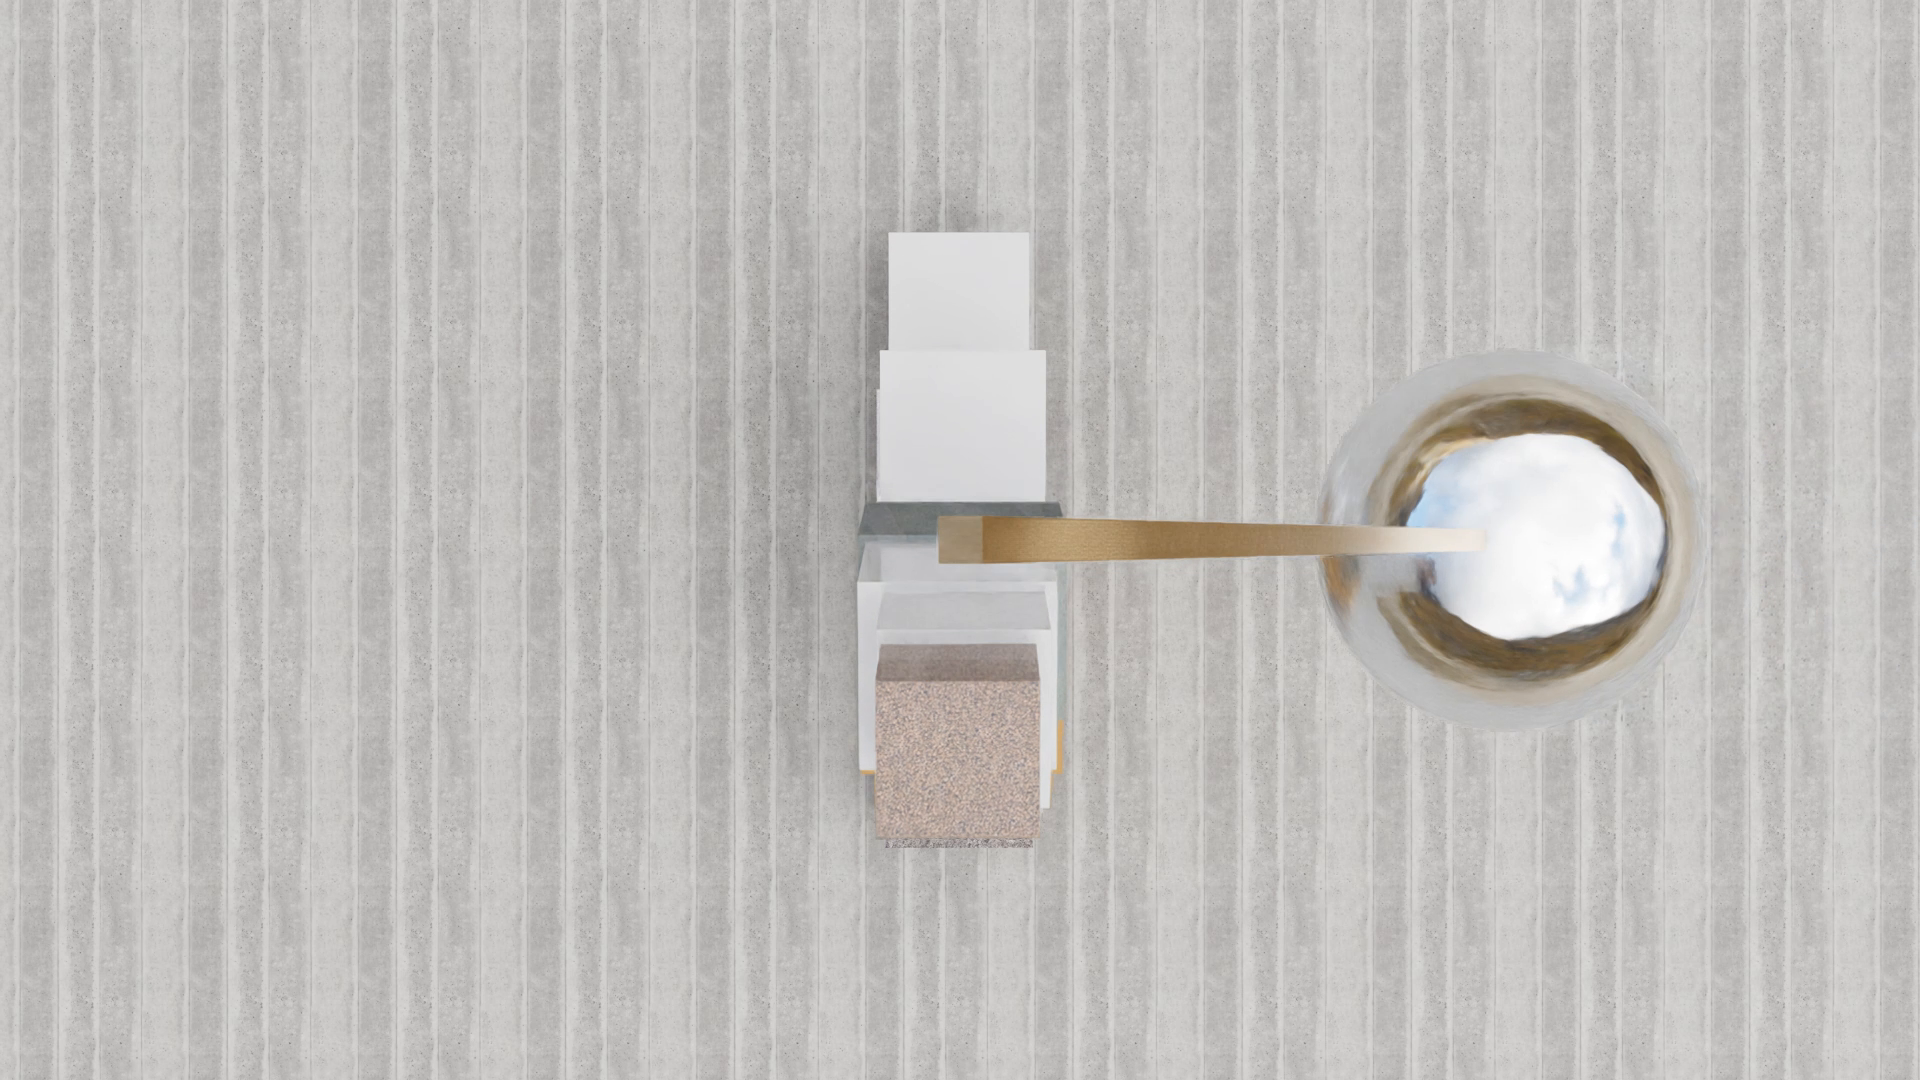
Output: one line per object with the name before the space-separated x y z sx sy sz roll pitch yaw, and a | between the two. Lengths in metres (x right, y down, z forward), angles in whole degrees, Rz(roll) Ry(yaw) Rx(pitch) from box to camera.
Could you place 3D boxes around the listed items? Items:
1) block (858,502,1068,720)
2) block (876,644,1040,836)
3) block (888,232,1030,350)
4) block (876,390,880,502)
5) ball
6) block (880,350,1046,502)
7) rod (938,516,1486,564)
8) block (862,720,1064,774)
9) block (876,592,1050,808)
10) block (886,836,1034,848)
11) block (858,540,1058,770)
block | 0.012 0.298 9.748 0.886 0.764 0.812 0 102 0
block | -0.006 0.701 7.779 0.563 0.493 0.557 0 102 0
block | -0.006 -1.271 12.599 0.779 0.803 0.867 0 90 0
block | -0.003 -0.370 12.549 0.912 0.903 0.917 0 90 0
ball | 2.295 0.000 9.233 1.600 1.600 1.600 0 90 0
block | 0.014 -0.510 10.802 0.785 0.783 0.774 0 90 0
rod | 0.994 0.000 6.092 0.080 5.200 0.080 0 90 22
block | 0.008 0.497 10.727 0.943 1.074 1.011 0 101 0
block | 0.015 0.595 8.311 0.632 0.591 0.678 0 102 0
block | -0.003 1.286 12.589 0.818 0.823 0.838 0 90 0
block | -0.009 0.456 8.987 0.777 0.789 0.760 0 102 0
